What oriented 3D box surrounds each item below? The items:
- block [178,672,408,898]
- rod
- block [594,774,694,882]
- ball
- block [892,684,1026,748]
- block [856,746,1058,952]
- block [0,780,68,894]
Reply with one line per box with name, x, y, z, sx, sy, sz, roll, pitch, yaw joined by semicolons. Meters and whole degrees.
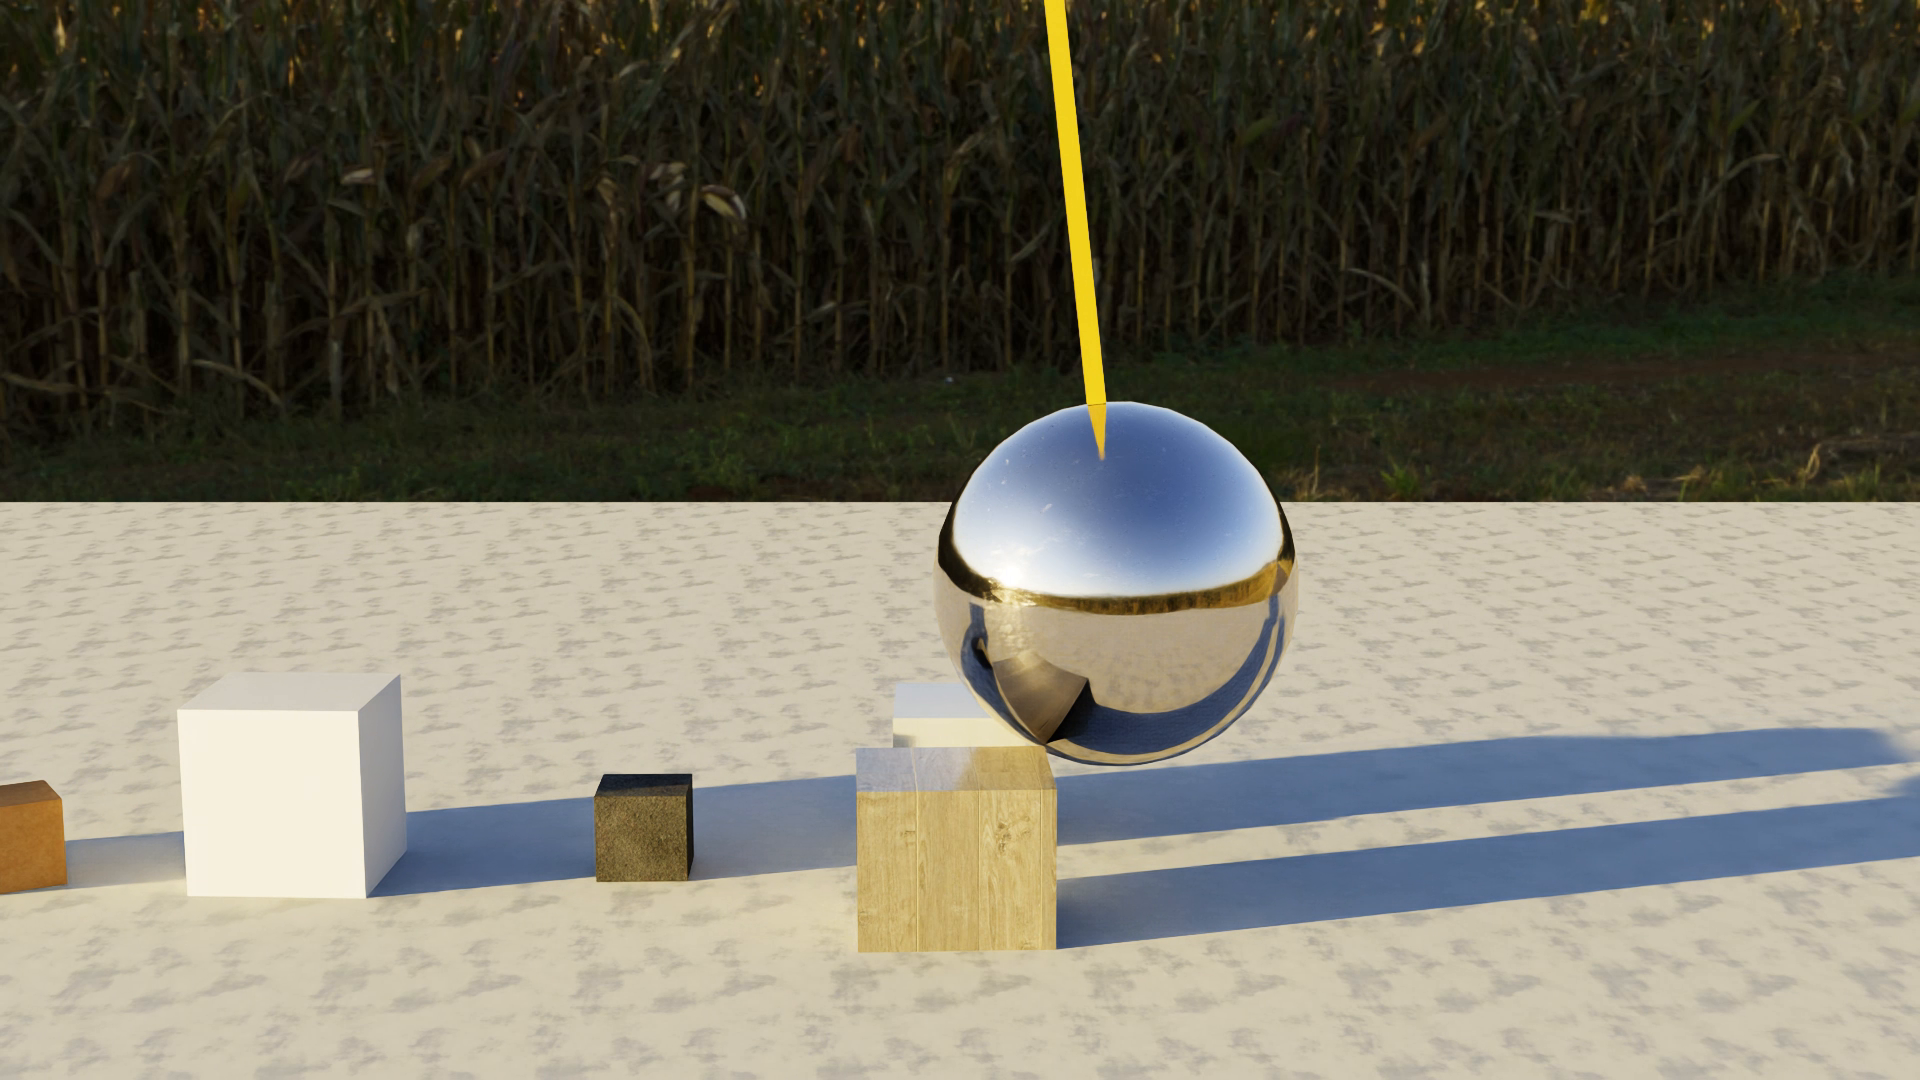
block;-2.937;1.072;11.355;0.778;0.829;0.707;0;10;2
rod;0.294;-3.134;10.611;0.080;5.200;0.080;-6;10;1
block;-1.405;1.280;11.438;0.401;0.389;0.370;0;10;-1
ball;0.679;0.190;11.215;1.600;1.600;1.600;0;10;0
block;-0.003;1.051;12.087;0.604;0.608;0.685;0;10;0
block;-0.027;1.275;10.674;0.803;0.673;0.681;0;10;-3
block;-4.167;1.308;11.289;0.363;0.386;0.363;-6;12;-30
